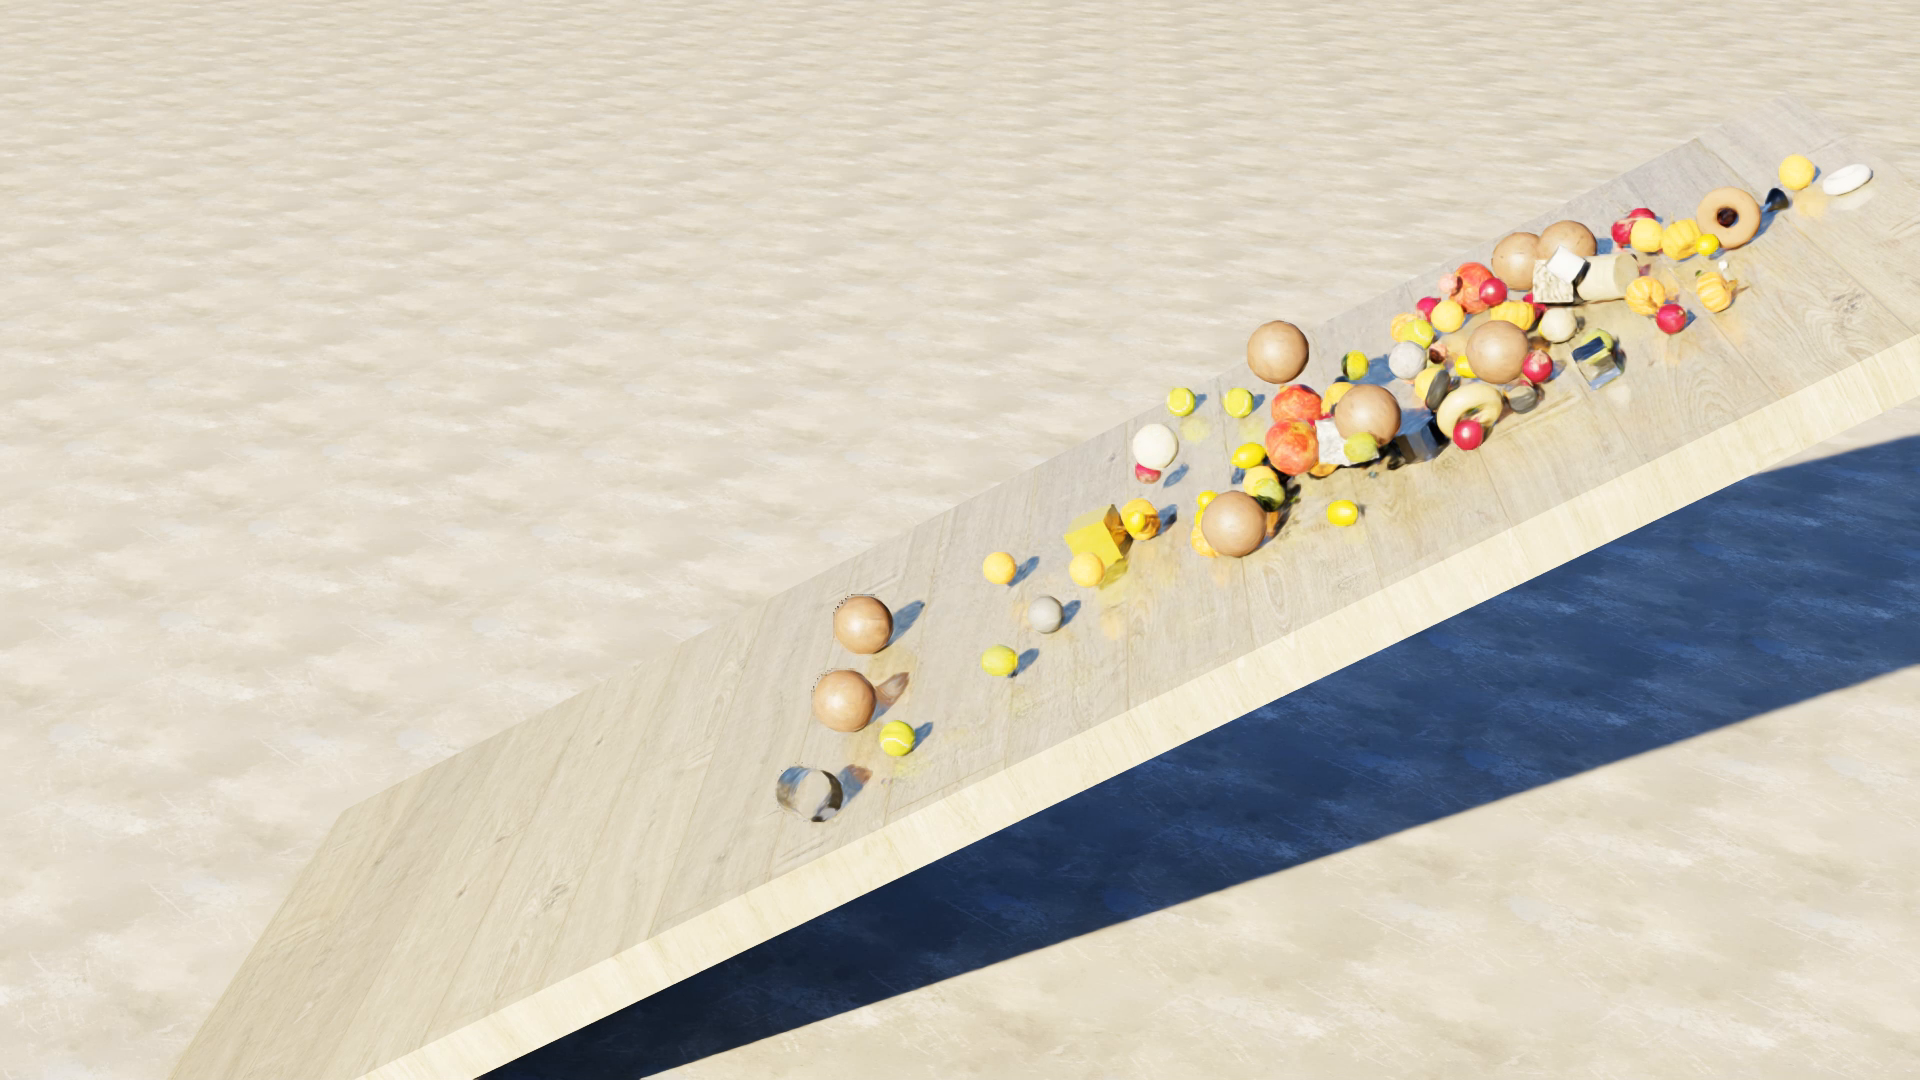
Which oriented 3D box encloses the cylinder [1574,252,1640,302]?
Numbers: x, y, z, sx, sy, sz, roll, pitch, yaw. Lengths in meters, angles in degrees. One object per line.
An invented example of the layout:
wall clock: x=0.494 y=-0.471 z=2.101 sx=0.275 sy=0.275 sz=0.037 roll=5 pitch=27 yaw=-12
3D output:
cylinder: x=1.327 y=-0.539 z=6.034 sx=0.093 sy=0.093 sz=0.093 roll=-16 pitch=9 yaw=-42

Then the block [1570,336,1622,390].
block: x=1.207 y=-0.336 z=5.580 sx=0.063 sy=0.063 sz=0.063 roll=-31 pitch=22 yaw=15

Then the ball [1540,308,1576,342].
ball: x=1.212 y=-0.435 z=5.956 sx=0.072 sy=0.072 sz=0.072 roll=0 pitch=17 yaw=0

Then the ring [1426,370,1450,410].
ring: x=0.952 y=-0.299 z=5.859 sx=0.029 sy=0.086 sz=0.086 roll=20 pitch=18 yaw=-1

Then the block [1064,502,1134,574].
block: x=0.292 y=-0.003 z=6.181 sx=0.096 sy=0.096 sz=0.096 roll=-22 pitch=15 yaw=25

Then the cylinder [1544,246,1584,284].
cylinder: x=1.232 y=-0.561 z=5.993 sx=0.059 sy=0.059 sz=0.059 roll=37 pitch=24 yaw=4

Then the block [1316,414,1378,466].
block: x=0.767 y=-0.200 z=5.826 sx=0.083 sy=0.083 sz=0.083 roll=-15 pitch=15 yaw=-37

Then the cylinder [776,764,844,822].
cylinder: x=-0.286 y=0.481 z=5.580 sx=0.098 sy=0.098 sz=0.098 roll=-8 pitch=6 yaw=-25

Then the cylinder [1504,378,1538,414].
cylinder: x=1.083 y=-0.277 z=5.682 sx=0.057 sy=0.057 sz=0.057 roll=0 pitch=16 yaw=-1

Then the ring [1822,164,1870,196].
ring: x=1.791 y=-0.728 z=5.941 sx=0.100 sy=0.033 sz=0.100 roll=-27 pitch=13 yaw=6

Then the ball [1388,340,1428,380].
ball: x=0.926 y=-0.371 z=6.074 sx=0.081 sy=0.081 sz=0.081 roll=0 pitch=17 yaw=0

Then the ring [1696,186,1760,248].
ring: x=1.548 y=-0.649 z=5.927 sx=0.128 sy=0.128 sz=0.043 roll=7 pitch=21 yaw=22

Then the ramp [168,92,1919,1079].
ramp: x=0.141 y=0.167 z=6.281 sx=4.000 sy=0.100 sz=2.000 roll=-26 pitch=14 yaw=11

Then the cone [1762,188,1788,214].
cone: x=1.654 y=-0.682 z=6.004 sx=0.053 sy=0.053 sz=0.053 roll=-41 pitch=29 yaw=-10

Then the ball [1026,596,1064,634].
ball: x=0.172 y=0.150 z=5.912 sx=0.076 sy=0.076 sz=0.076 roll=0 pitch=17 yaw=0

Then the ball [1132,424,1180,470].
ball: x=0.390 y=-0.186 z=5.856 sx=0.093 sy=0.093 sz=0.093 roll=0 pitch=17 yaw=0

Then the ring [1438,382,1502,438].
ring: x=0.981 y=-0.248 z=5.659 sx=0.135 sy=0.135 sz=0.045 roll=-7 pitch=50 yaw=-21

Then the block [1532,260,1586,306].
block: x=1.244 y=-0.532 z=6.098 sx=0.086 sy=0.086 sz=0.086 roll=3 pitch=1 yaw=31

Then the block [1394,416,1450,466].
block: x=0.899 y=-0.194 z=5.729 sx=0.065 sy=0.065 sz=0.065 roll=-12 pitch=22 yaw=49
